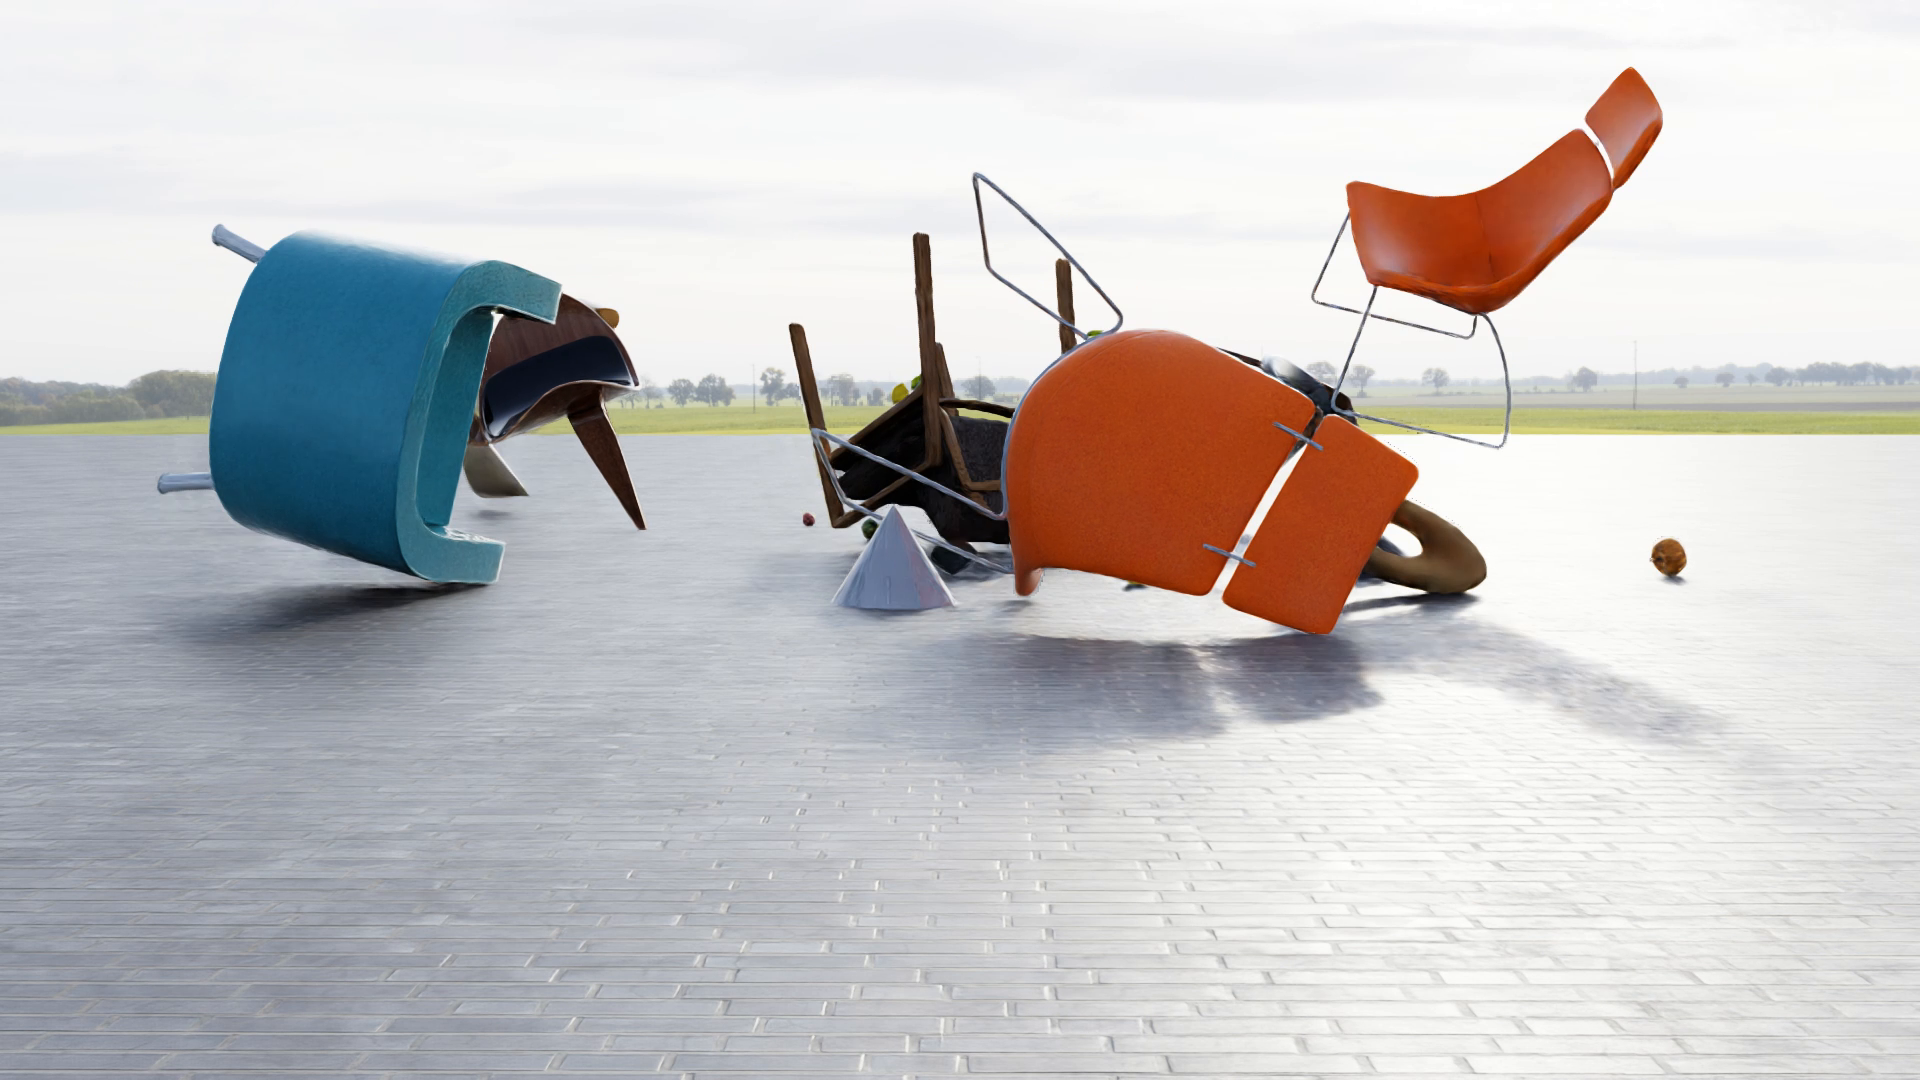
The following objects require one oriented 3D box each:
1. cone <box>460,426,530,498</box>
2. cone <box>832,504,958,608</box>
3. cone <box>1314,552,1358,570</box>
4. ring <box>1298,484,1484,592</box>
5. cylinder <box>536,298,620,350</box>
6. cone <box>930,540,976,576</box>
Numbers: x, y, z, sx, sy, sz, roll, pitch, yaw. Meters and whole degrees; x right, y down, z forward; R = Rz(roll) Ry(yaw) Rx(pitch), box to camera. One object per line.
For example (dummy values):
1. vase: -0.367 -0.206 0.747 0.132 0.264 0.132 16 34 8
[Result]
1. cone: -1.665 -0.222 8.032 0.131 0.315 0.351 -31 42 -30
2. cone: -0.139 0.028 4.616 0.280 0.209 0.239 3 5 33
3. cone: 0.986 0.007 5.343 0.258 0.114 0.164 -5 -8 29
4. ring: 0.946 -0.003 4.812 0.483 0.184 0.108 22 0 -16
5. cylinder: -1.316 -0.747 7.573 0.144 0.128 0.252 23 37 36
6. cone: -0.016 0.063 5.309 0.107 0.067 0.119 34 -53 -26
